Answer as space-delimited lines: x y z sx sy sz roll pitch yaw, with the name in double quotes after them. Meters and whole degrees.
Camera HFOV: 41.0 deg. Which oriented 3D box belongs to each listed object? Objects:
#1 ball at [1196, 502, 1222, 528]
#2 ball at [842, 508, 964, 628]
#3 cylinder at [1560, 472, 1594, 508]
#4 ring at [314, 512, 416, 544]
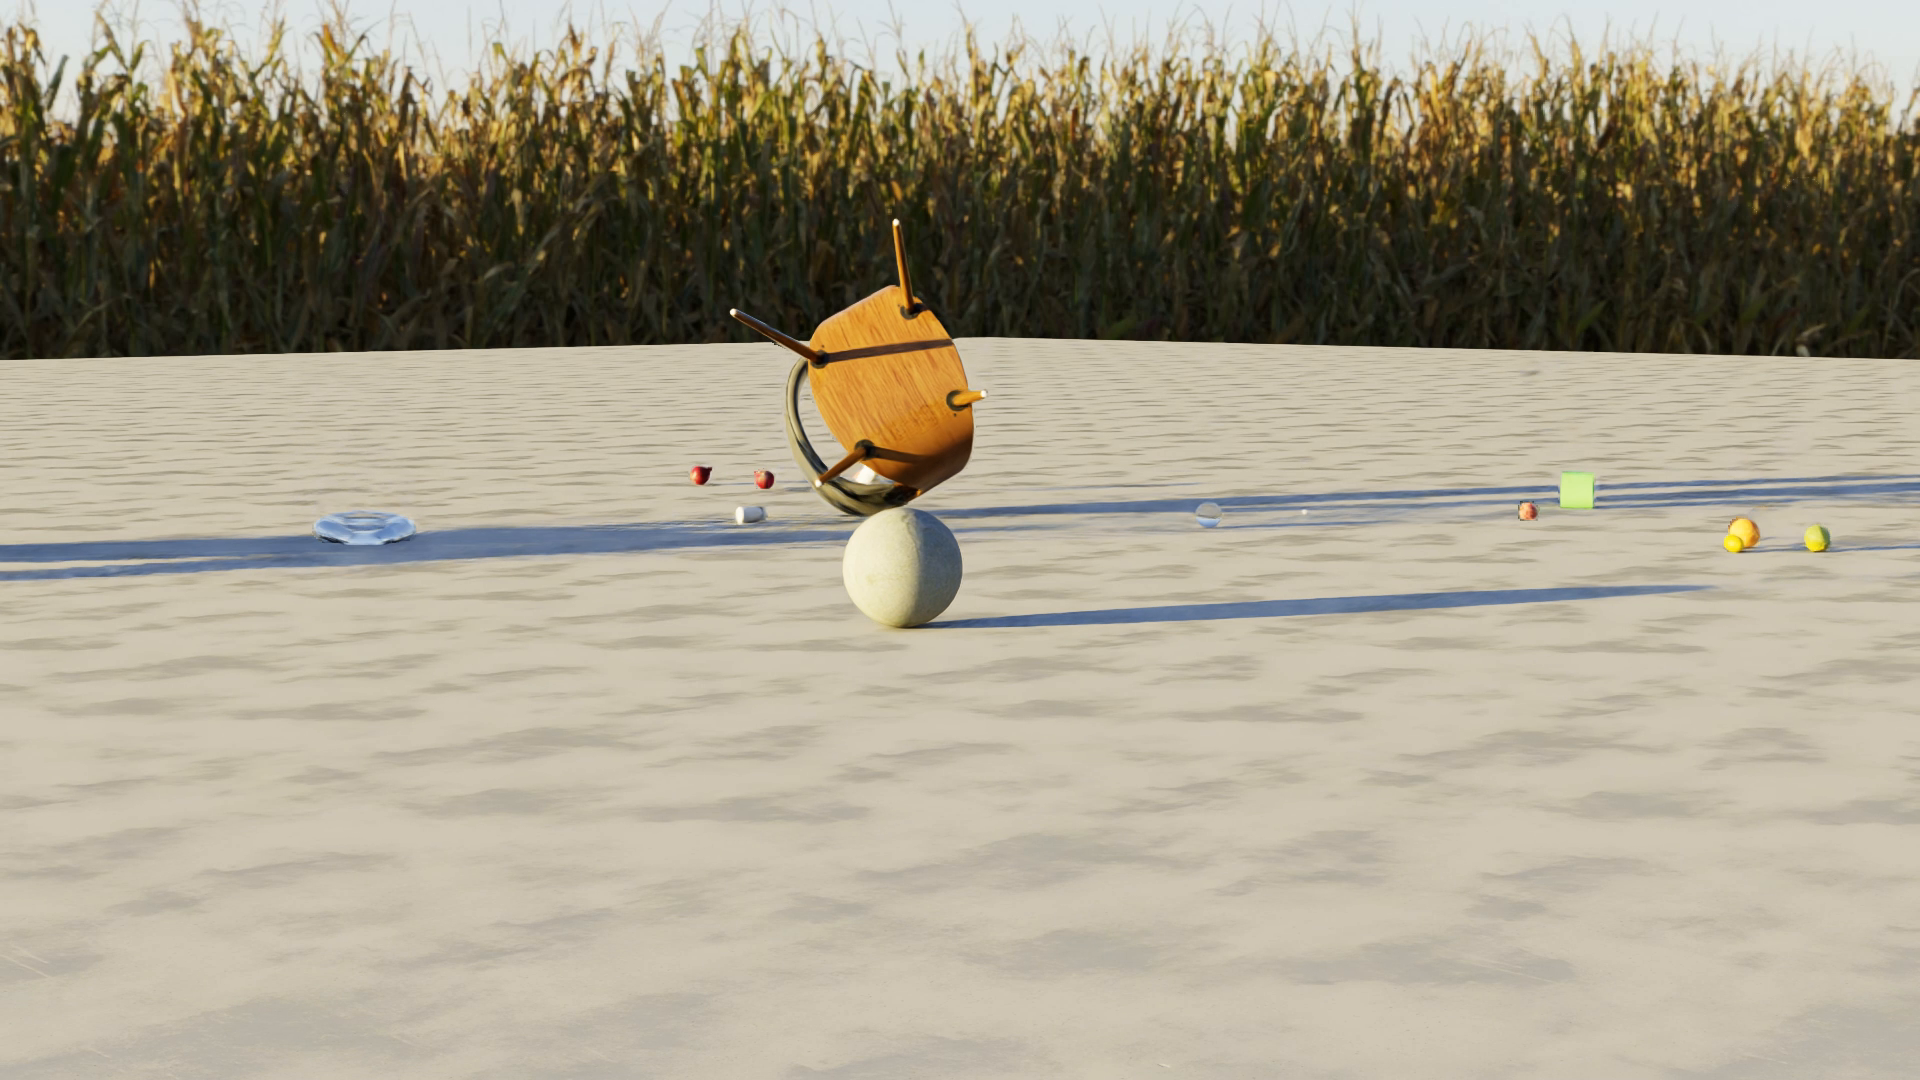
0.650 -0.065 6.710 0.069 0.069 0.069 0 6 0 "ball"
-0.107 0.051 4.810 0.226 0.226 0.226 0 6 0 "ball"
1.752 -0.142 7.281 0.087 0.105 0.072 2 -5 17 "cylinder"
-1.482 -0.030 6.388 0.250 0.051 0.256 -2 12 -22 "ring"
